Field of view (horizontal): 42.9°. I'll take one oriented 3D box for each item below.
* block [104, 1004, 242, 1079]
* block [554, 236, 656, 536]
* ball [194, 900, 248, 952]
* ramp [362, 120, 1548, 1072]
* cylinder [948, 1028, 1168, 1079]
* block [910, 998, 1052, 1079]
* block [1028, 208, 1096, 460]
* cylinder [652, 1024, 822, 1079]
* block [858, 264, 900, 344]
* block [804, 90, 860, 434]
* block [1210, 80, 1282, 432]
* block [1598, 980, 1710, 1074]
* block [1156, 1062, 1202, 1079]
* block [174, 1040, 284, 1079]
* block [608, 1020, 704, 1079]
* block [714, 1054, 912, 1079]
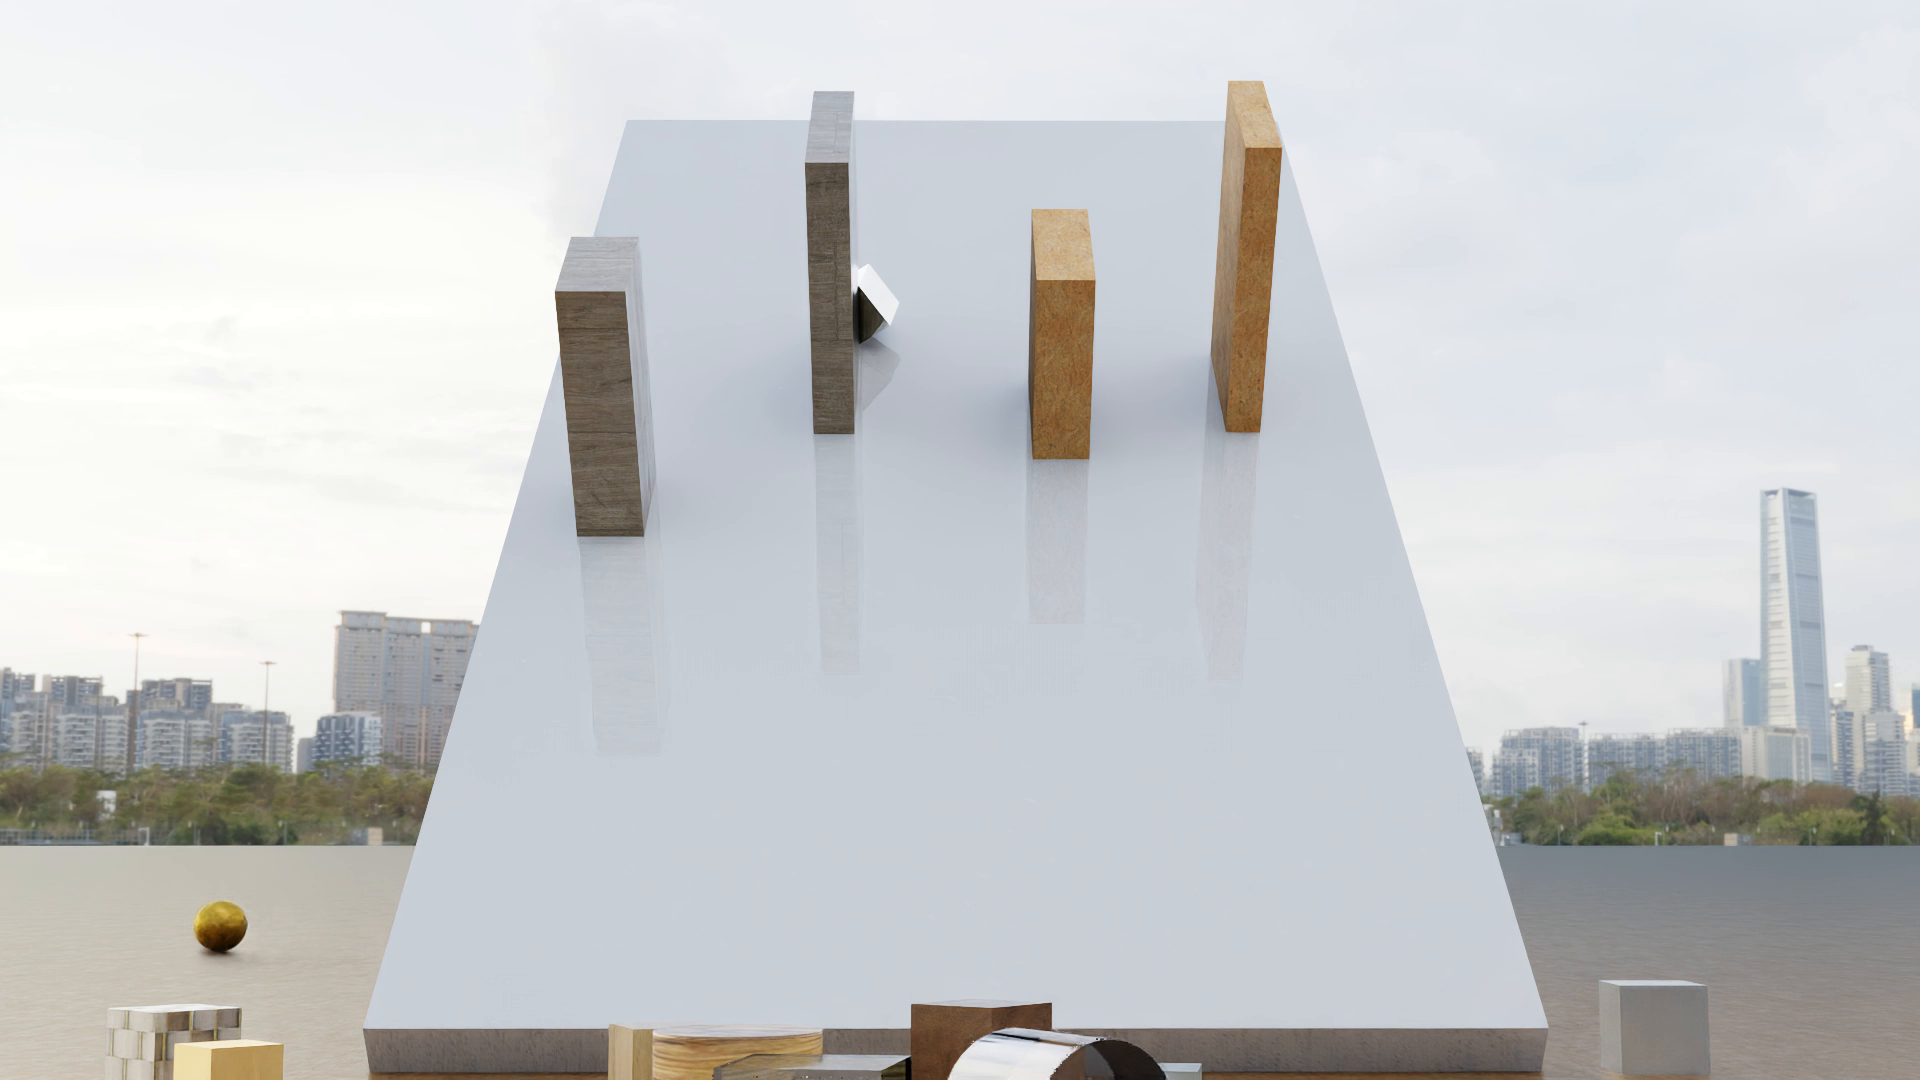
[{"bbox_3d":[-1.184,0.776,3.676,0.142,0.142,0.142,-6,-9,42],"label":"block"},{"bbox_3d":[-0.779,-0.336,5.404,0.149,0.606,0.270,0,32,0],"label":"block"},{"bbox_3d":[-2.621,1.368,8.664,0.180,0.180,0.180,0,-7,0],"label":"ball"},{"bbox_3d":[-0.015,-0.191,5.845,2.000,0.100,4.000,0,32,0],"label":"ramp"},{"bbox_3d":[0.106,0.628,2.646,0.185,0.185,0.185,4,-8,-32],"label":"cylinder"},{"bbox_3d":[0.032,0.768,3.650,0.151,0.151,0.151,-5,-9,37],"label":"block"},{"bbox_3d":[0.238,-0.490,5.791,0.133,0.466,0.387,0,32,0],"label":"block"},{"bbox_3d":[-0.244,0.630,2.670,0.186,0.186,0.186,0,-7,0],"label":"cylinder"},{"bbox_3d":[-0.256,-0.594,6.222,0.130,0.130,0.130,-29,22,25],"label":"block"},{"bbox_3d":[-0.301,-0.664,5.847,0.098,0.698,0.431,0,32,0],"label":"block"},{"bbox_3d":[0.679,-0.676,5.842,0.083,0.731,0.407,0,32,0],"label":"block"},{"bbox_3d":[1.193,0.837,4.203,0.148,0.148,0.148,0,-7,1],"label":"block"},{"bbox_3d":[0.242,0.713,3.040,0.112,0.112,0.112,-1,-7,8],"label":"block"},{"bbox_3d":[-1.026,0.761,3.424,0.109,0.109,0.109,7,-10,-43],"label":"block"},{"bbox_3d":[-0.429,0.765,3.528,0.128,0.128,0.128,3,-8,-23],"label":"block"},{"bbox_3d":[-0.148,0.616,2.482,0.169,0.169,0.169,-1,-7,9],"label":"block"}]
